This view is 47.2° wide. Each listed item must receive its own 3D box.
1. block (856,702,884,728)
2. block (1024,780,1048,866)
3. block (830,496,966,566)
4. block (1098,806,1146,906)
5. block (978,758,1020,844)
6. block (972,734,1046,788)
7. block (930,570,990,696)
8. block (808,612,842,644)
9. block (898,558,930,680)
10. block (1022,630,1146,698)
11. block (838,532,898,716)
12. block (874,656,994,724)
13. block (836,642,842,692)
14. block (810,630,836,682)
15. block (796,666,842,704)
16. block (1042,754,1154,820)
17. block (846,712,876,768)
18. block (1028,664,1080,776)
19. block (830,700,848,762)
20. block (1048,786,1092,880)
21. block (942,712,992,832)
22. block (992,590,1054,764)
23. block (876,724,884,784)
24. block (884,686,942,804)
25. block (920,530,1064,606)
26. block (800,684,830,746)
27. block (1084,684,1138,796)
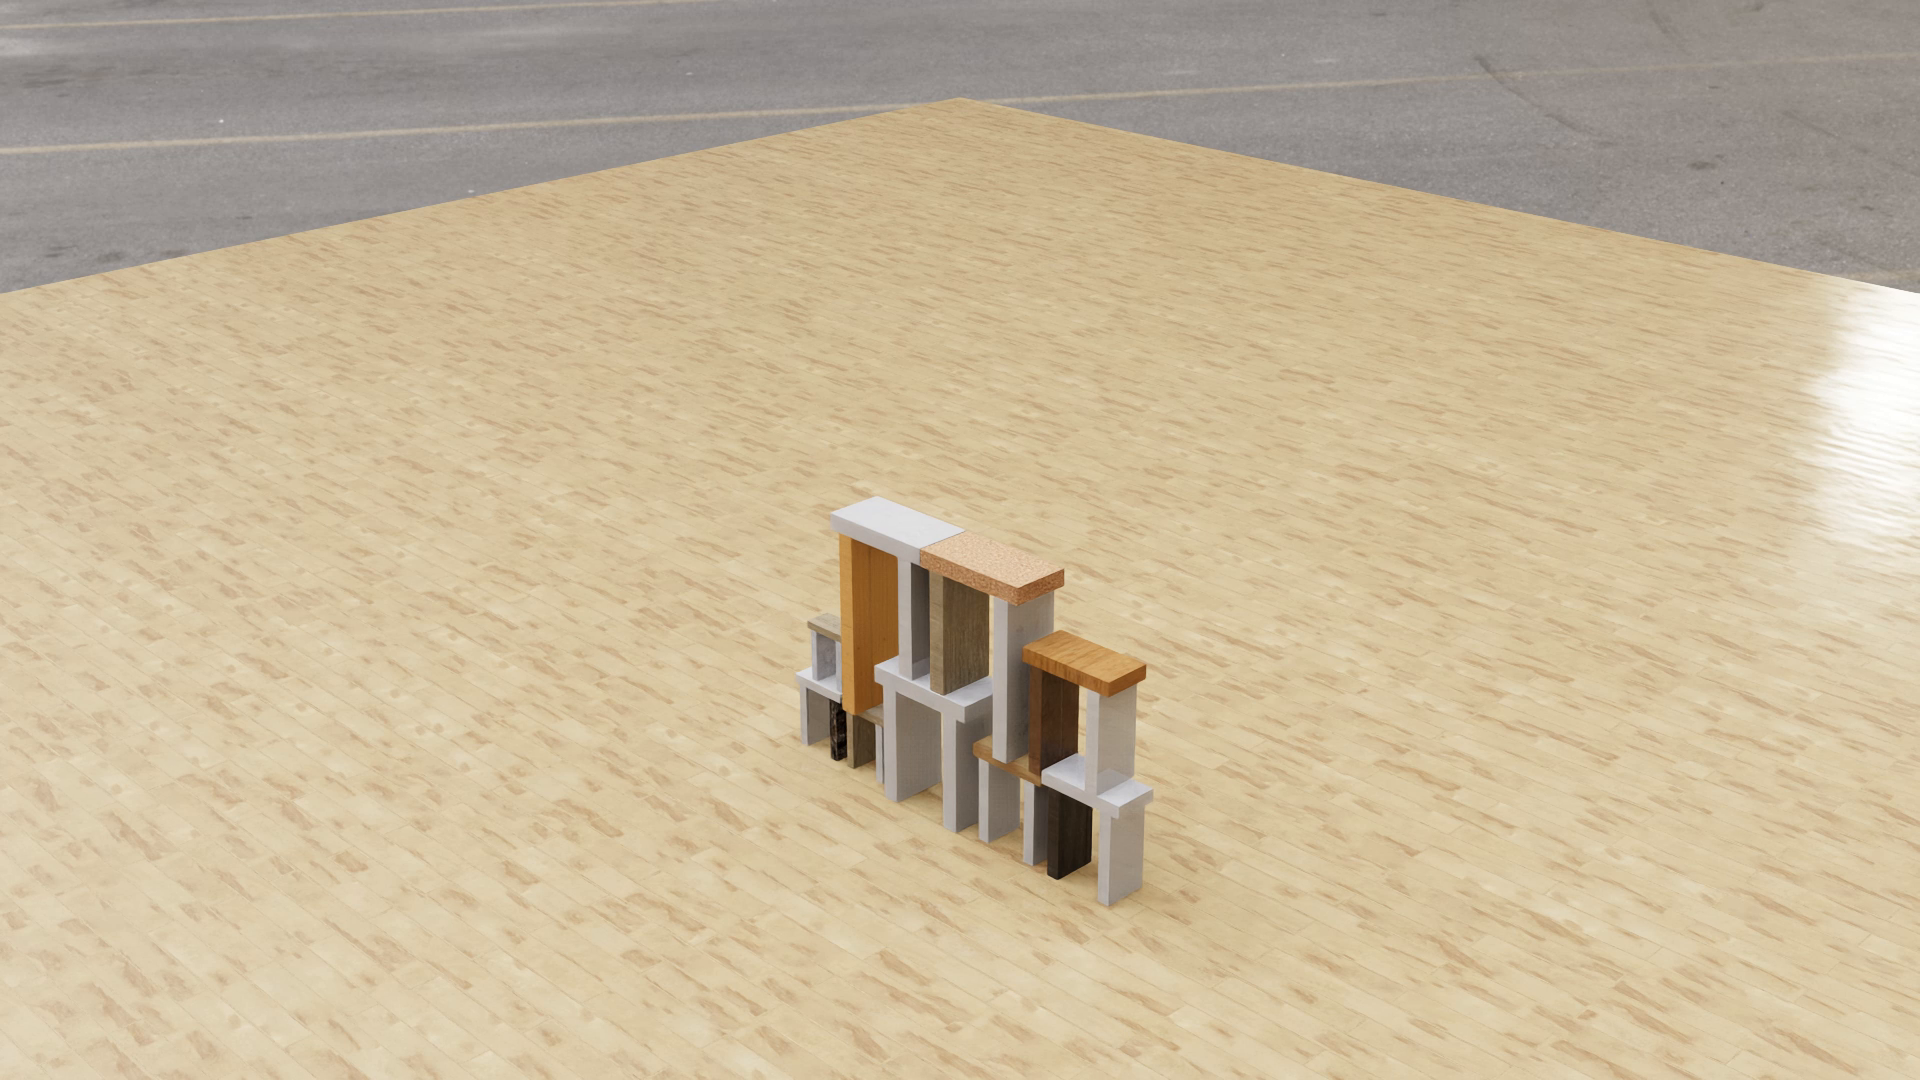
[{"bbox_3d":[-0.175,0.351,4.567,0.133,0.019,0.067,21,31,41],"label":"block"},{"bbox_3d":[0.164,0.534,4.270,0.091,0.182,0.026,-21,31,-41],"label":"block"},{"bbox_3d":[-0.123,-0.020,4.358,0.256,0.036,0.128,21,31,41],"label":"block"},{"bbox_3d":[0.304,0.582,4.139,0.028,0.194,0.097,21,31,41],"label":"block"},{"bbox_3d":[0.079,0.500,4.349,0.026,0.182,0.091,21,31,41],"label":"block"},{"bbox_3d":[0.121,0.421,4.269,0.091,0.026,0.182,-21,31,-41],"label":"block"},{"bbox_3d":[0.000,0.164,4.299,0.036,0.257,0.129,21,31,41],"label":"block"},{"bbox_3d":[-0.259,0.185,4.592,0.116,0.016,0.058,21,31,41],"label":"block"},{"bbox_3d":[-0.063,0.138,4.359,0.036,0.257,0.128,21,31,41],"label":"block"},{"bbox_3d":[0.230,0.227,4.075,0.212,0.030,0.106,21,31,40],"label":"block"},{"bbox_3d":[-0.184,0.155,4.498,0.036,0.396,0.128,21,31,41],"label":"block"},{"bbox_3d":[-0.036,0.287,4.385,0.256,0.036,0.128,21,31,41],"label":"block"},{"bbox_3d":[-0.231,0.256,4.592,0.016,0.116,0.058,21,31,41],"label":"block"},{"bbox_3d":[-0.286,0.235,4.643,0.016,0.116,0.058,21,31,41],"label":"block"},{"bbox_3d":[-0.275,0.303,4.657,0.142,0.020,0.071,21,31,41],"label":"block"},{"bbox_3d":[0.258,0.462,4.138,0.194,0.028,0.097,21,31,41],"label":"block"},{"bbox_3d":[-0.207,0.409,4.626,0.019,0.133,0.067,21,31,41],"label":"block"},{"bbox_3d":[0.179,0.326,4.171,0.106,0.227,0.030,-21,31,-41],"label":"block"},{"bbox_3d":[-0.242,0.391,4.658,0.020,0.142,0.071,21,31,41],"label":"block"},{"bbox_3d":[0.212,0.547,4.223,0.028,0.194,0.097,21,31,41],"label":"block"},{"bbox_3d":[0.024,0.444,4.386,0.036,0.256,0.128,21,31,41],"label":"block"},{"bbox_3d":[0.121,0.250,4.204,0.036,0.342,0.129,21,31,41],"label":"block"},{"bbox_3d":[-0.144,0.434,4.568,0.019,0.133,0.067,21,31,41],"label":"block"},{"bbox_3d":[-0.096,0.397,4.497,0.036,0.256,0.128,21,31,41],"label":"block"},{"bbox_3d":[0.060,0.052,4.186,0.257,0.036,0.129,21,31,41],"label":"block"},{"bbox_3d":[-0.309,0.365,4.720,0.020,0.142,0.071,21,31,41],"label":"block"},{"bbox_3d":[0.280,0.358,4.076,0.030,0.212,0.106,21,31,41],"label":"block"}]
